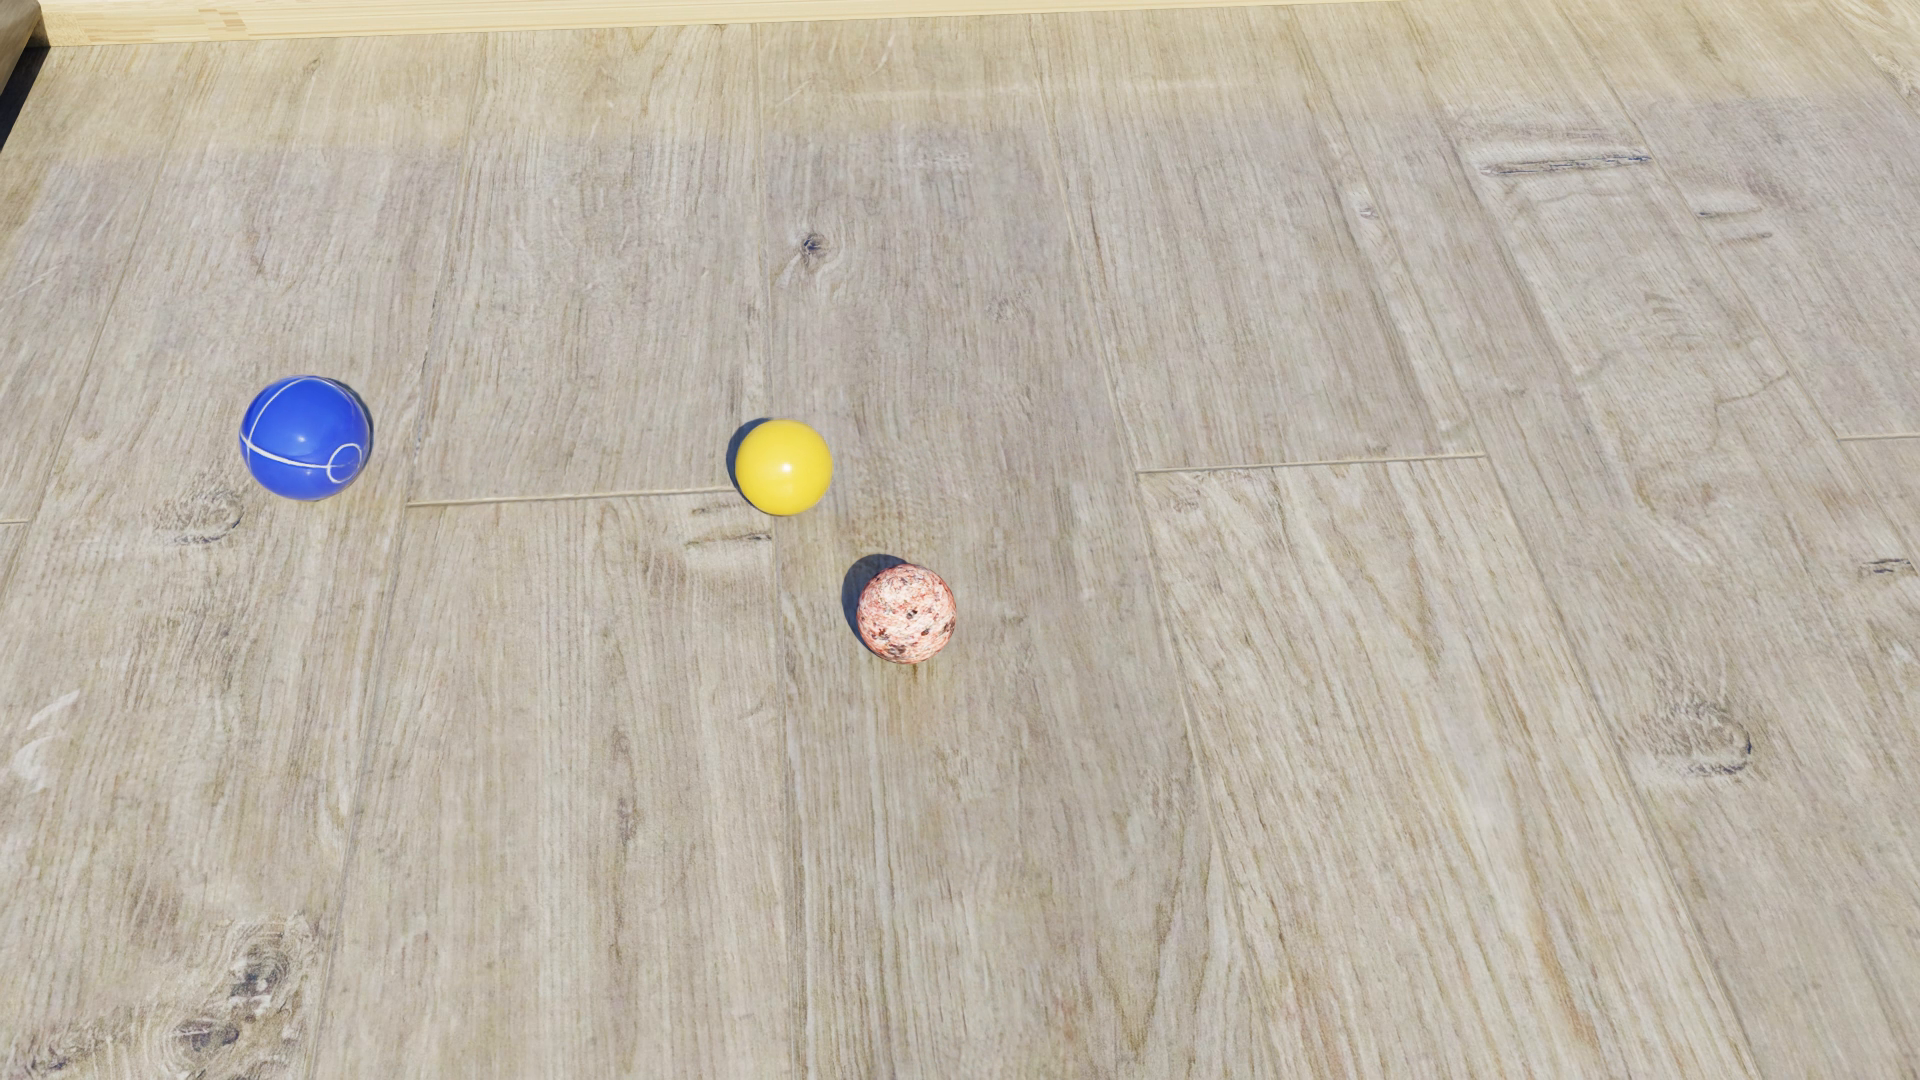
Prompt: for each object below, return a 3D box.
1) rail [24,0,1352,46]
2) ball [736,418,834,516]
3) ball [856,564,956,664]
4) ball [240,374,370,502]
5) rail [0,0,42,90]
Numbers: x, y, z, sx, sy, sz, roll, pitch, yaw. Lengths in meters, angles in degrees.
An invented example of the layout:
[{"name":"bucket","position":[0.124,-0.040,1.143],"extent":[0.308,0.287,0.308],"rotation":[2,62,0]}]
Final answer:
[{"name":"rail","position":[0.722,-0.555,2.385],"extent":[3.173,0.111,0.045],"rotation":[-3,36,-4]},{"name":"ball","position":[-0.118,-0.049,1.727],"extent":[0.066,0.066,0.066],"rotation":[0,36,0]},{"name":"ball","position":[-0.033,0.046,1.599],"extent":[0.063,0.063,0.063],"rotation":[0,36,0]},{"name":"ball","position":[-0.444,-0.069,1.737],"extent":[0.086,0.086,0.086],"rotation":[0,36,0]},{"name":"rail","position":[-0.767,0.019,1.593],"extent":[0.045,0.111,1.760],"rotation":[-3,36,-4]}]
